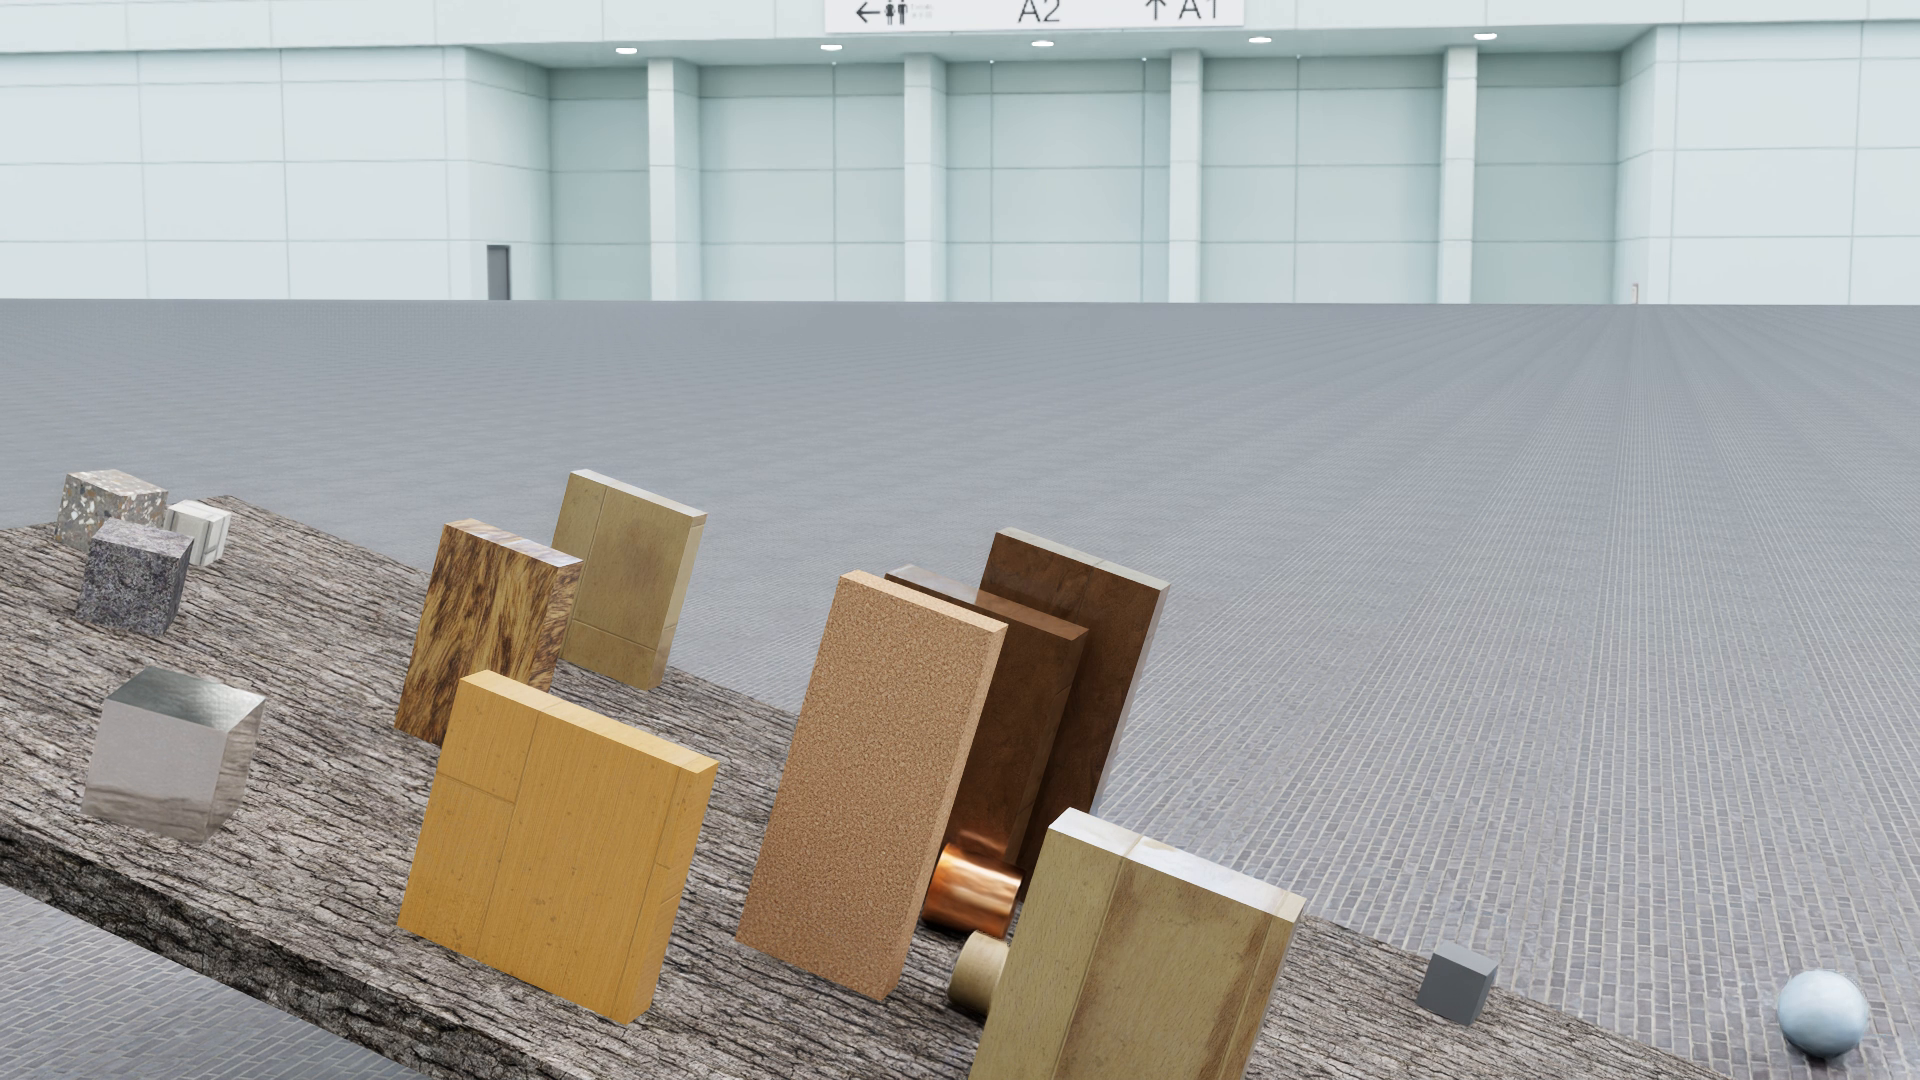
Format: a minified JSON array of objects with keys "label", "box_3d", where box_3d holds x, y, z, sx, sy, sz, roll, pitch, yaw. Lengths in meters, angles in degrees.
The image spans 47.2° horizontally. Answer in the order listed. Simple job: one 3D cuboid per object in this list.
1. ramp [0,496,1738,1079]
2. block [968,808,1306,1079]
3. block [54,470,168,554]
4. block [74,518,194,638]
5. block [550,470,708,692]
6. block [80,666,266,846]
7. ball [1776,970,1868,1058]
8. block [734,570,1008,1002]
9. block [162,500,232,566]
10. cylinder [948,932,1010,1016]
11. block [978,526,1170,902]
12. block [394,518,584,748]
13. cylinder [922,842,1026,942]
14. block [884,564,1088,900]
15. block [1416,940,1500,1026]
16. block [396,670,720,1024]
[{"label":"ramp","box_3d":[-0.365,0.698,4.231,4.000,0.100,2.000,20,12,14]},{"label":"block","box_3d":[0.282,0.735,3.554,0.411,0.468,0.140,20,12,14]},{"label":"block","box_3d":[-1.912,-0.057,4.954,0.154,0.154,0.154,20,12,17]},{"label":"block","box_3d":[-1.710,0.076,4.563,0.174,0.174,0.174,14,12,-13]},{"label":"block","box_3d":[-0.803,0.092,5.133,0.322,0.430,0.083,20,12,14]},{"label":"block","box_3d":[-1.322,0.360,3.704,0.205,0.205,0.205,16,12,-4]},{"label":"ball","box_3d":[2.042,1.122,5.209,0.203,0.203,0.203,0,7,0]},{"label":"block","box_3d":[-0.158,0.426,3.827,0.287,0.689,0.088,20,12,14]},{"label":"block","box_3d":[-1.767,-0.016,5.077,0.110,0.110,0.110,17,12,-1]},{"label":"cylinder","box_3d":[0.063,0.778,3.892,0.129,0.129,0.129,20,12,14]},{"label":"block","box_3d":[0.149,0.368,4.488,0.353,0.708,0.103,20,12,14]},{"label":"block","box_3d":[-0.941,0.208,4.381,0.258,0.435,0.106,20,12,14]},{"label":"cylinder","box_3d":[0.027,0.682,4.219,0.158,0.158,0.158,18,9,7]},{"label":"block","box_3d":[-0.030,0.400,4.365,0.392,0.597,0.141,20,12,14]},{"label":"block","box_3d":[1.041,0.927,4.601,0.117,0.117,0.117,22,13,23]},{"label":"block","box_3d":[-0.644,0.486,3.504,0.424,0.432,0.087,20,12,14]}]
